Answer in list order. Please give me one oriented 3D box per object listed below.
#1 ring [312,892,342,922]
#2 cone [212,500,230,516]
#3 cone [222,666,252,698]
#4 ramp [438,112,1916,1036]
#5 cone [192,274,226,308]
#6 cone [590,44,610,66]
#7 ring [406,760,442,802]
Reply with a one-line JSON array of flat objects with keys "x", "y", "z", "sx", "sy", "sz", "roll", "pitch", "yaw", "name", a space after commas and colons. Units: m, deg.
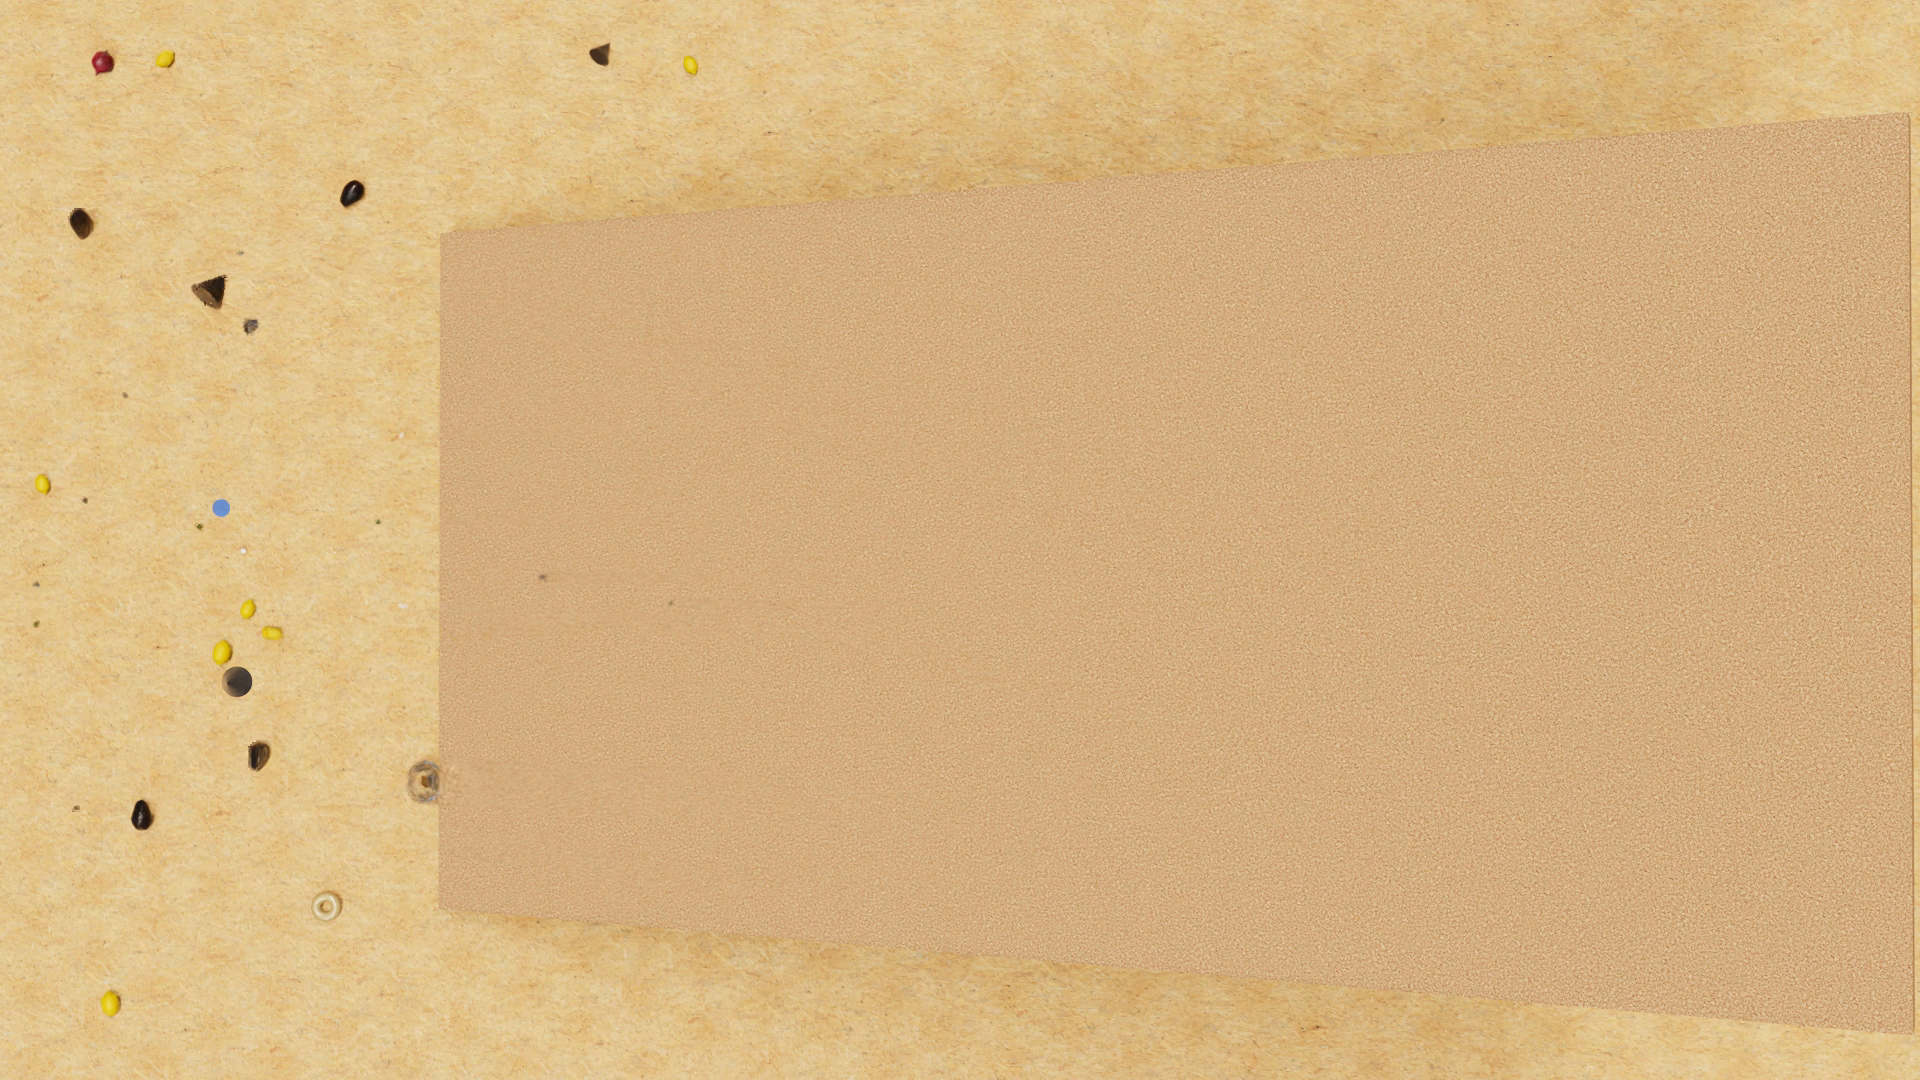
[{"x": -1.894, "y": 1.096, "z": 6.571, "sx": 0.090, "sy": 0.030, "sz": 0.090, "roll": 0, "pitch": 91, "yaw": 0, "name": "ring"}, {"x": -2.217, "y": -0.096, "z": 6.572, "sx": 0.054, "sy": 0.054, "sz": 0.054, "roll": 0, "pitch": 89, "yaw": 0, "name": "cone"}, {"x": -2.167, "y": 0.425, "z": 6.546, "sx": 0.093, "sy": 0.093, "sz": 0.093, "roll": 0, "pitch": 89, "yaw": 0, "name": "cone"}, {"x": 0.281, "y": 0.081, "z": 5.679, "sx": 4.000, "sy": 0.100, "sz": 2.000, "roll": 0, "pitch": 89, "yaw": 26, "name": "ramp"}, {"x": -2.229, "y": -0.763, "z": 6.584, "sx": 0.098, "sy": 0.098, "sz": 0.098, "roll": 33, "pitch": 63, "yaw": 0, "name": "cone"}, {"x": -1.066, "y": -1.470, "z": 6.599, "sx": 0.066, "sy": 0.066, "sz": 0.066, "roll": 31, "pitch": 63, "yaw": 0, "name": "cone"}, {"x": -1.583, "y": 0.714, "z": 6.503, "sx": 0.124, "sy": 0.041, "sz": 0.124, "roll": 0, "pitch": 89, "yaw": 30, "name": "ring"}]
